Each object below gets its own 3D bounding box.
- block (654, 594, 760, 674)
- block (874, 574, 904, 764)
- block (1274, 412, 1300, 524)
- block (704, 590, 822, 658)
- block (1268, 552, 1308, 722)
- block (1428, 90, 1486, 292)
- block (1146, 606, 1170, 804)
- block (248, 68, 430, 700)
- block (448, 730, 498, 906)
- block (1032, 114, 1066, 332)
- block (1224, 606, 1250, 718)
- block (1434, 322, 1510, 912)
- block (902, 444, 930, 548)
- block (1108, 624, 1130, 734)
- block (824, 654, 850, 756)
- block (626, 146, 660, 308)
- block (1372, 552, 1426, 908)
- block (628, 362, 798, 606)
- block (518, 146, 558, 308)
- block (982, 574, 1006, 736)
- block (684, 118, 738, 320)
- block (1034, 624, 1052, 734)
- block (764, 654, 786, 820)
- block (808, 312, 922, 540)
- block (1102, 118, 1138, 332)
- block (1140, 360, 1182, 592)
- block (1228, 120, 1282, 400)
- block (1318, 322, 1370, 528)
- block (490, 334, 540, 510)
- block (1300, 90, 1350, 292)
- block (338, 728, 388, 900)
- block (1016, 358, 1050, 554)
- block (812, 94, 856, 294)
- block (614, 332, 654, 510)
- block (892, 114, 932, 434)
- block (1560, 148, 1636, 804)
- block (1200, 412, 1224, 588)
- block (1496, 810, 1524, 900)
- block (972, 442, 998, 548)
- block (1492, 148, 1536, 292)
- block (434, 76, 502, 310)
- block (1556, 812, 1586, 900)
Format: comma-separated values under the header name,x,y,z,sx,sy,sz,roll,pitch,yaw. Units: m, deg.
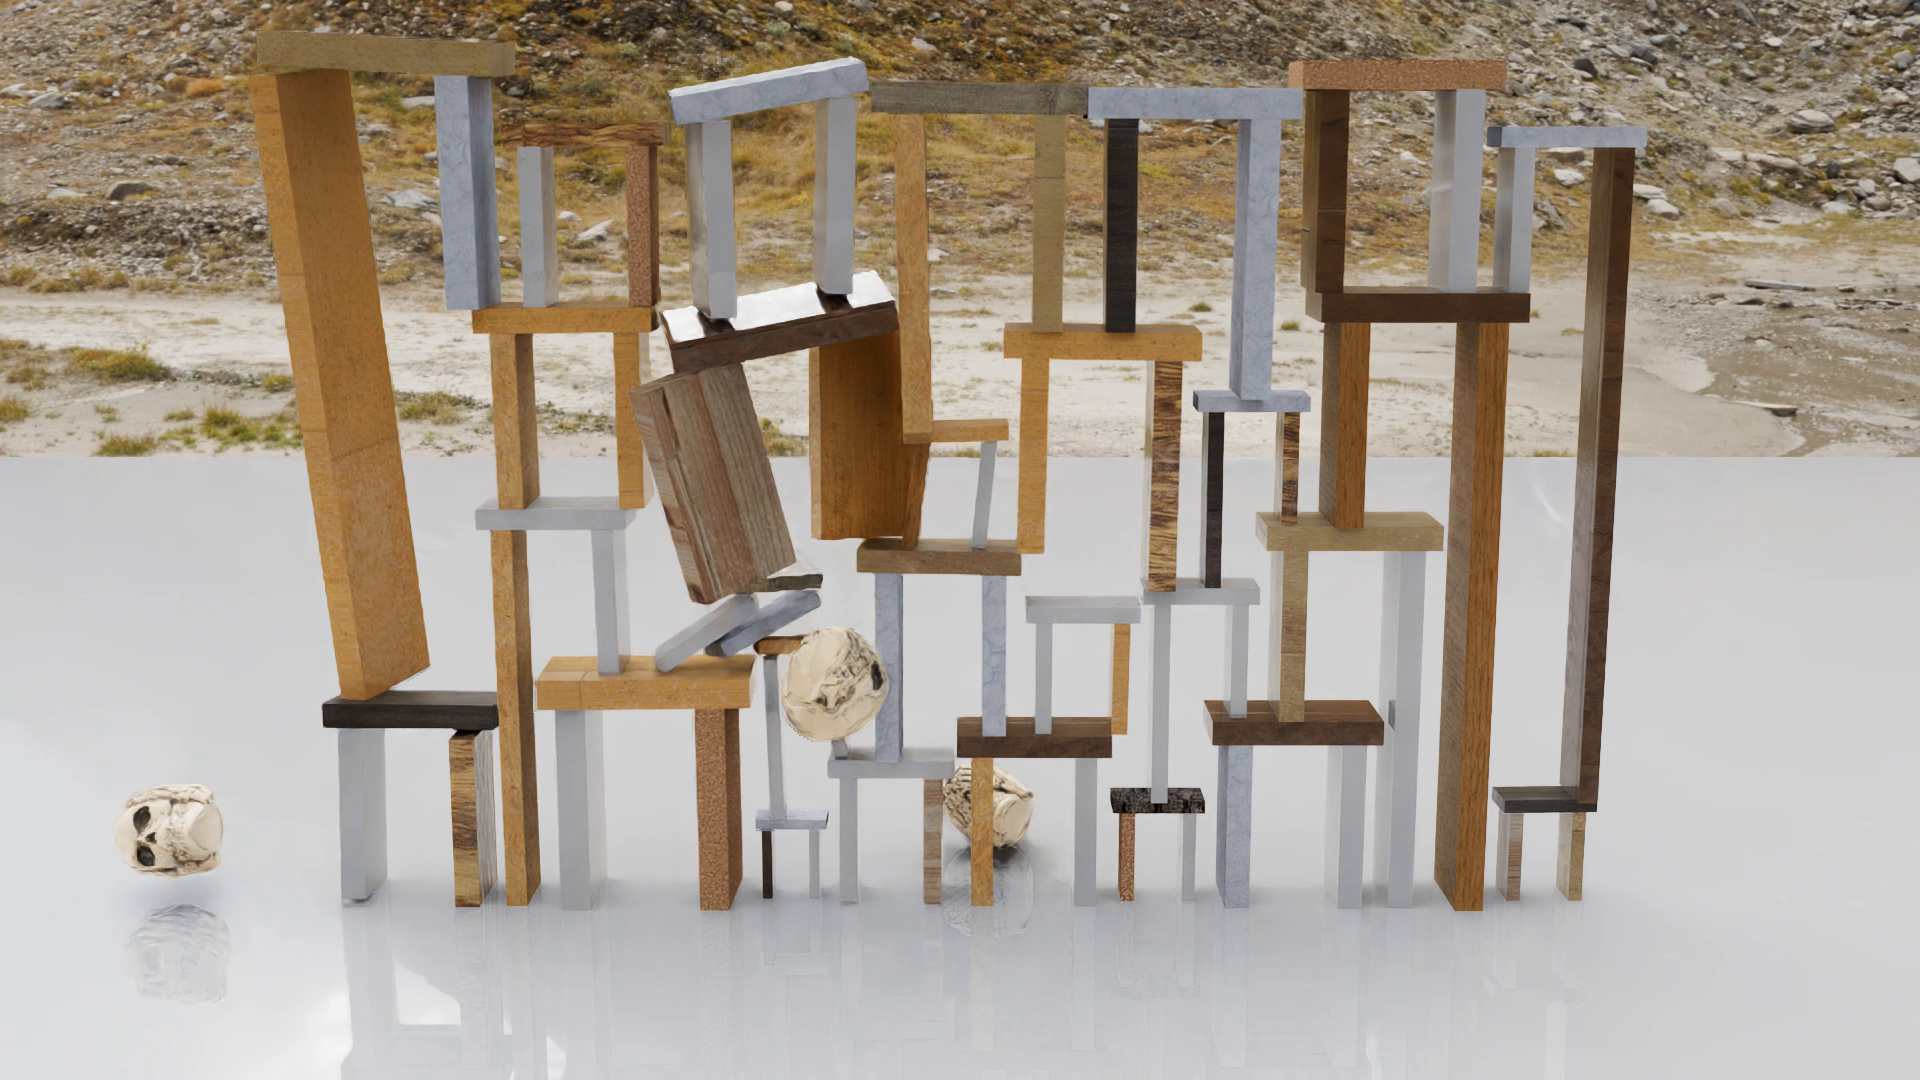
name,x,y,z,sx,sy,sz,roll,pitch,yaw
block,-0.413,0.147,3.588,0.188,0.027,0.094,-33,12,0
block,-0.116,0.198,3.618,0.037,0.314,0.132,0,9,1
block,0.526,-0.122,3.539,0.025,0.178,0.089,0,10,0
block,-0.328,0.137,3.635,0.188,0.027,0.094,-30,14,-23
block,0.534,0.142,3.585,0.040,0.280,0.140,0,11,0
block,0.780,-0.550,3.461,0.044,0.310,0.155,0,11,0
block,0.325,0.259,3.607,0.027,0.331,0.094,0,10,0
block,-0.998,-0.247,3.567,0.050,1.011,0.177,3,17,23
block,-0.807,0.450,3.649,0.040,0.282,0.141,0,10,0
block,0.140,-0.503,3.475,0.047,0.331,0.166,1,10,2
block,0.451,0.188,3.593,0.027,0.187,0.094,0,10,0
block,0.830,0.119,3.579,0.046,0.958,0.162,0,11,0
block,-0.071,-0.079,3.564,0.024,0.169,0.085,8,11,-1
block,0.260,0.217,3.600,0.026,0.184,0.092,1,10,0
block,-0.201,0.269,3.630,0.023,0.162,0.081,-4,4,2
block,-0.499,-0.496,3.469,0.035,0.247,0.123,0,11,-1
block,0.720,0.298,3.613,0.040,0.595,0.140,0,11,0
block,-0.386,-0.096,3.460,0.177,0.355,0.050,-27,23,-33
block,-0.664,-0.494,3.465,0.035,0.247,0.123,0,11,-1
block,0.056,0.177,3.596,0.037,0.264,0.132,0,9,1
block,-0.385,-0.500,3.399,0.042,0.297,0.148,-5,15,-16
block,0.136,0.217,3.601,0.026,0.184,0.092,0,10,0
block,-0.305,0.322,3.631,0.023,0.265,0.081,-3,5,-2
block,-0.157,-0.190,3.643,0.177,0.370,0.050,-3,6,-24
block,0.252,-0.497,3.466,0.046,0.327,0.163,0,10,2
block,0.324,-0.113,3.545,0.044,0.368,0.155,1,10,0
block,0.465,-0.445,3.473,0.046,0.429,0.163,1,10,0
block,0.615,-0.193,3.521,0.046,0.323,0.162,0,11,0
block,-0.713,-0.198,3.527,0.040,0.279,0.140,-1,11,0
block,0.574,-0.550,3.461,0.044,0.310,0.155,0,11,0
block,-0.994,0.442,3.661,0.040,0.282,0.141,0,5,0
block,0.118,-0.144,3.543,0.044,0.310,0.155,2,10,2
block,-0.197,-0.544,3.436,0.042,0.297,0.149,-1,15,-12
block,-0.523,-0.199,3.528,0.040,0.279,0.140,-1,10,-1
block,-0.074,-0.425,3.486,0.047,0.491,0.166,-2,11,-1
block,1.023,-0.098,3.539,0.031,1.051,0.111,0,11,-1
block,0.406,-0.071,3.550,0.025,0.284,0.089,0,10,0
block,0.914,0.514,3.658,0.022,0.153,0.077,0,11,0
block,0.040,-0.077,3.563,0.024,0.169,0.085,6,9,2
block,0.873,-0.507,3.468,0.031,0.222,0.111,0,11,0
block,-0.771,-0.546,3.452,0.050,0.354,0.177,-1,11,0
block,1.016,0.514,3.658,0.022,0.153,0.077,0,11,0
